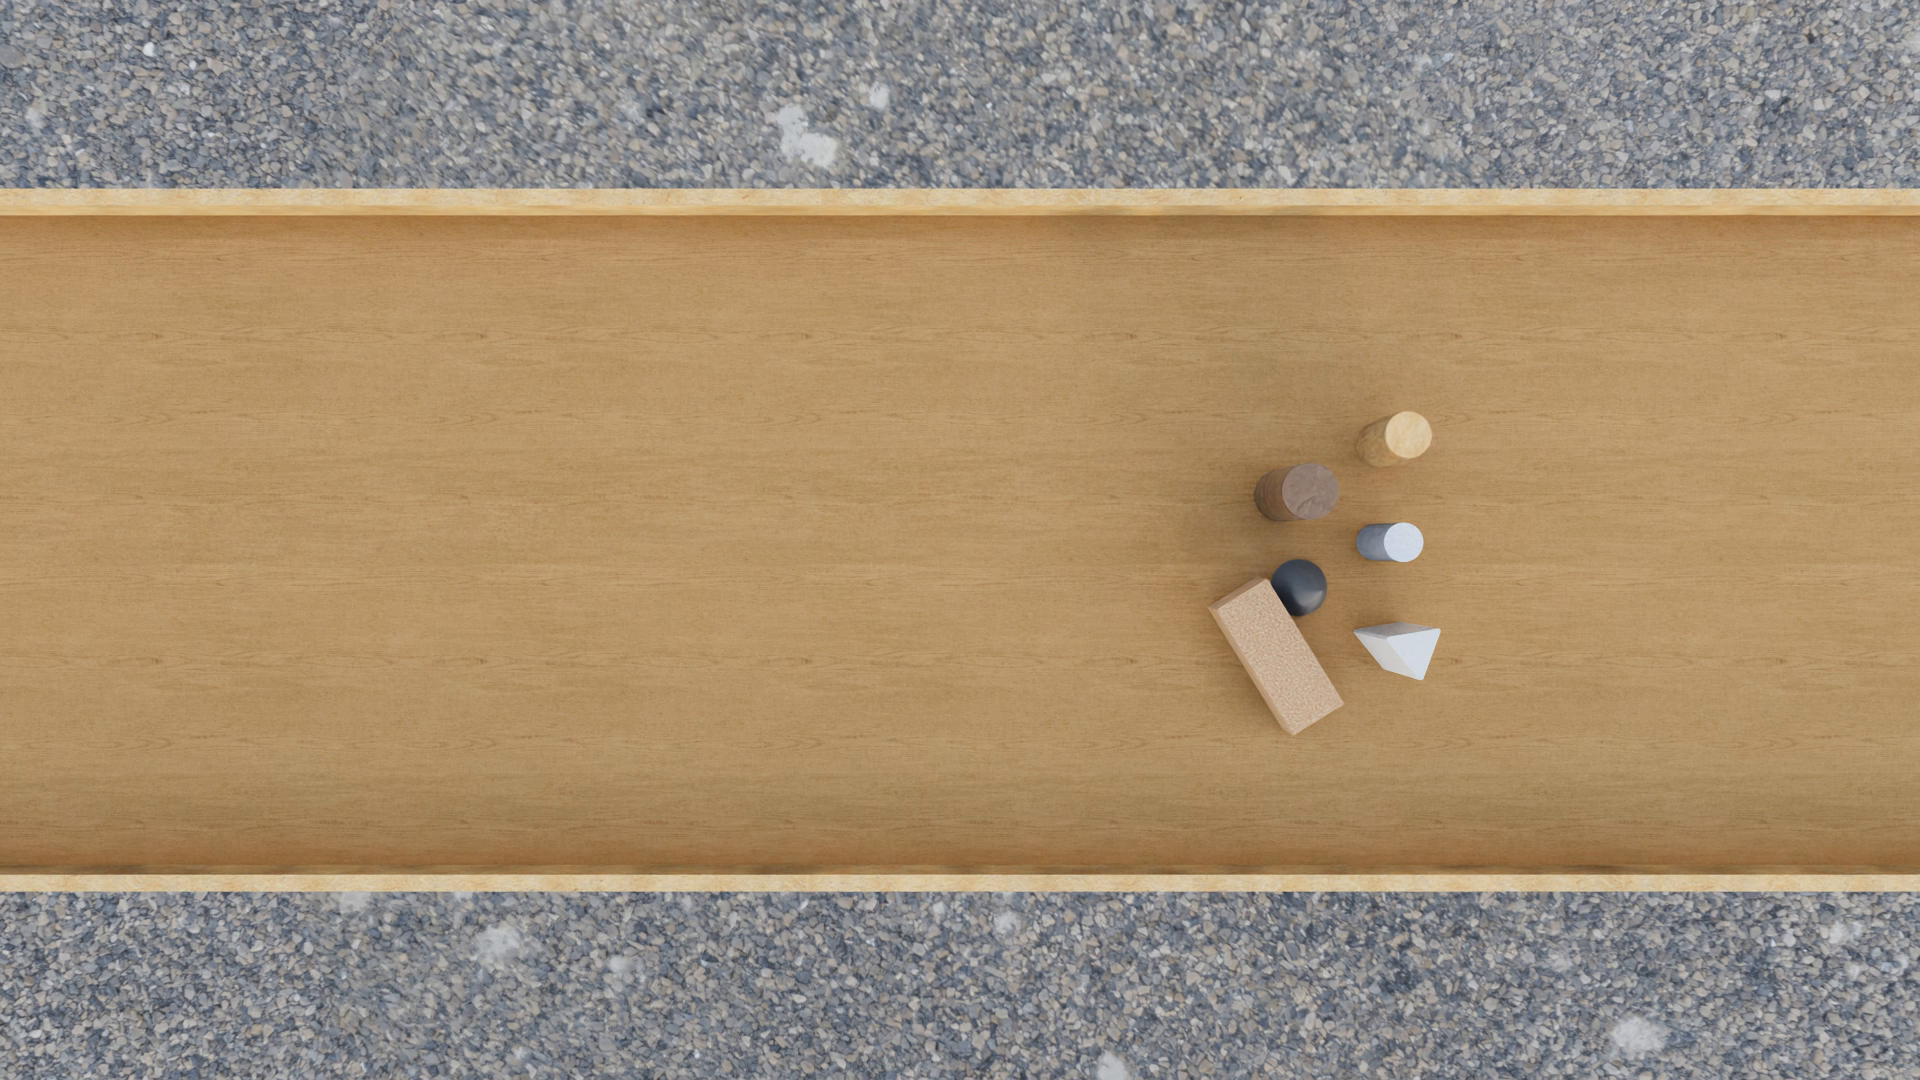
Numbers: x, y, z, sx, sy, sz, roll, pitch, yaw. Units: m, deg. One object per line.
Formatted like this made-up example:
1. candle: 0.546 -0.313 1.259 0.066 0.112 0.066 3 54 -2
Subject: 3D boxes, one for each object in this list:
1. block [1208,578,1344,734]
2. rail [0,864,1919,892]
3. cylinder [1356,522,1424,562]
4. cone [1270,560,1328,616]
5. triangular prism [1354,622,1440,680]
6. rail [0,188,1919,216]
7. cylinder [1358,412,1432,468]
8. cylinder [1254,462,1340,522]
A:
1. block: 0.952 0.347 4.988 0.177 0.177 0.438 -32 90 0
2. rail: -2.247 1.025 5.001 12.000 0.150 0.050 0 90 0
3. cylinder: 1.276 0.007 4.910 0.113 0.334 0.113 0 90 0
4. cone: 1.043 0.146 4.911 0.176 0.331 0.176 0 90 0
5. triangular prism: 1.311 0.296 4.877 0.132 0.400 0.153 -39 90 0
6. rail: -2.247 -1.025 5.002 12.000 0.150 0.050 0 90 0
7. cylinder: 1.293 -0.298 4.922 0.136 0.302 0.136 0 87 -2
8. cylinder: 0.986 -0.137 4.857 0.161 0.439 0.161 0 90 0
